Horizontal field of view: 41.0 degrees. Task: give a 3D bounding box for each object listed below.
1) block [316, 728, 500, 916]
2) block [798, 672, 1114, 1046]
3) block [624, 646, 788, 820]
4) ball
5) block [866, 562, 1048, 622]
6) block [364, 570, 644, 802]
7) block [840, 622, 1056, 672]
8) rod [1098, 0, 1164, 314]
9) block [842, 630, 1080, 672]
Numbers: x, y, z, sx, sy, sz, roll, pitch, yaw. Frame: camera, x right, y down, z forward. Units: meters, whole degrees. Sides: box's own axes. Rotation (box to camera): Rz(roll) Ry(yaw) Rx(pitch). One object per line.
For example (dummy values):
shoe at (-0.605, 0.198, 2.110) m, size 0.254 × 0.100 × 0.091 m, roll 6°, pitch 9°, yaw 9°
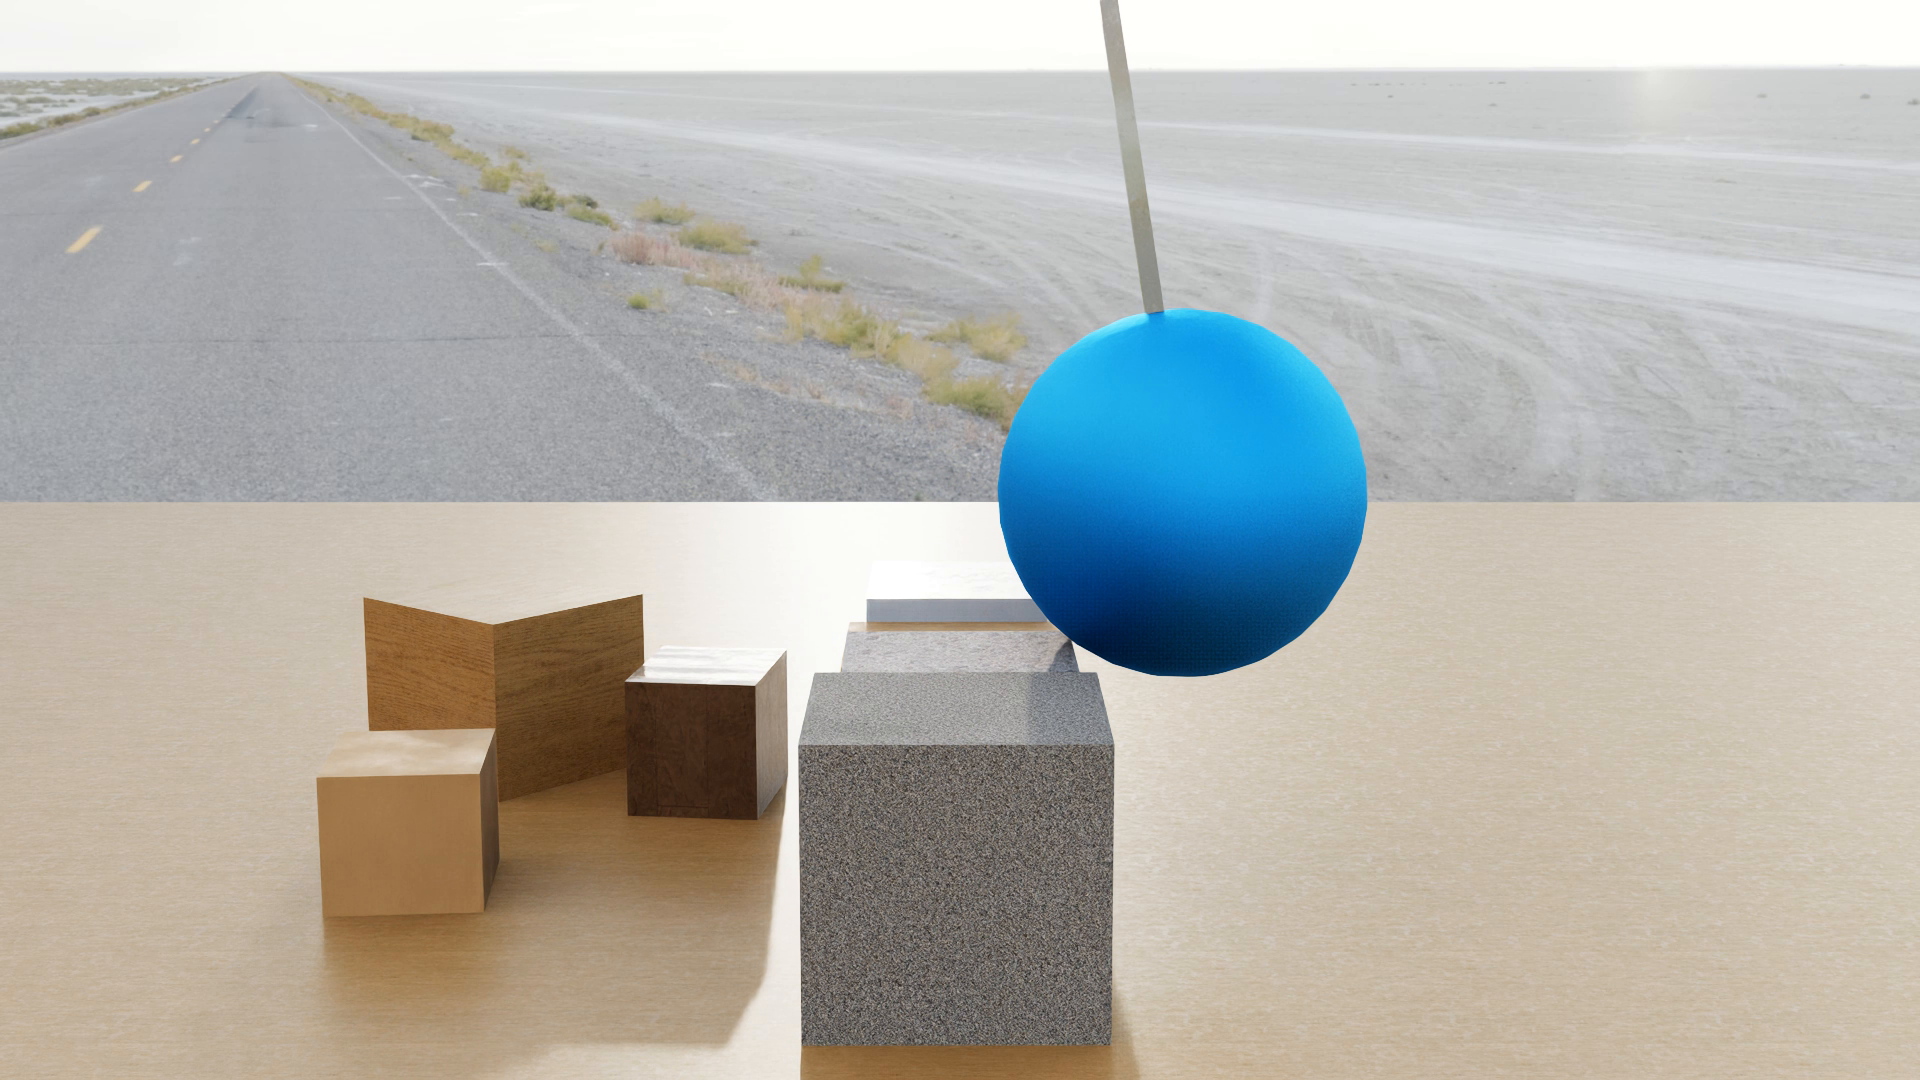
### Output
block at (-2.387, 1.218, 11.169) m, size 0.673 × 0.608 × 0.759 m, roll -1°, pitch 10°, yaw -5°
block at (-0.015, 1.190, 9.849) m, size 1.136 × 1.134 × 1.137 m, roll 0°, pitch 10°, yaw 0°
block at (-1.230, 0.933, 12.587) m, size 0.632 × 0.660 × 0.794 m, roll 1°, pitch 10°, yaw 7°
ball at (0.962, -0.203, 11.143) m, size 1.600 × 1.600 × 1.600 m, roll 0°, pitch 10°, yaw 0°
block at (-0.013, 0.691, 12.951) m, size 0.878 × 1.006 × 0.951 m, roll 0°, pitch 10°, yaw 0°
block at (-2.323, 0.719, 13.131) m, size 1.020 × 0.888 × 0.975 m, roll 9°, pitch 13°, yaw 40°
block at (-0.008, 0.921, 12.005) m, size 1.053 × 0.893 × 0.968 m, roll 0°, pitch 10°, yaw 0°
rod at (0.417, -3.505, 10.543) m, size 0.080 × 5.200 × 0.080 m, roll -9°, pitch 10°, yaw 2°
block at (-0.001, 1.025, 10.959) m, size 0.987 × 1.062 × 1.090 m, roll 0°, pitch 10°, yaw -1°
